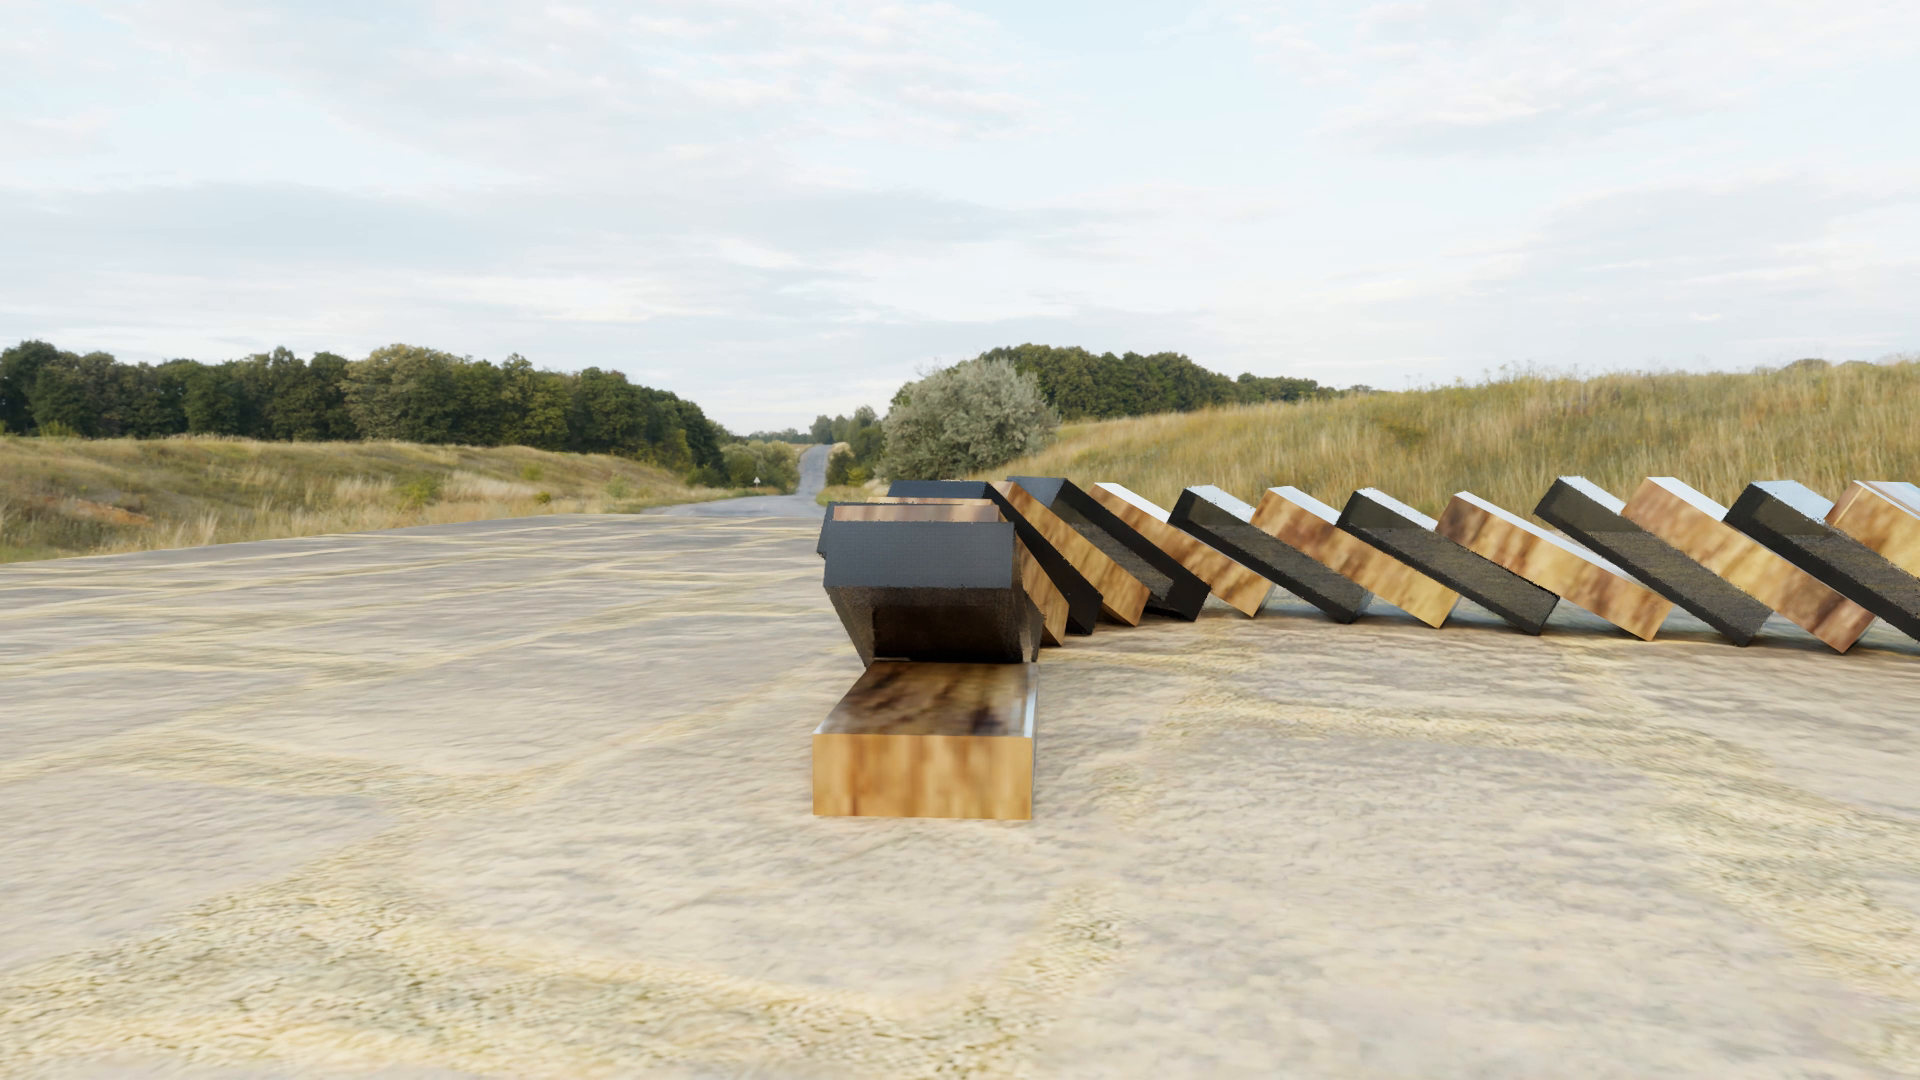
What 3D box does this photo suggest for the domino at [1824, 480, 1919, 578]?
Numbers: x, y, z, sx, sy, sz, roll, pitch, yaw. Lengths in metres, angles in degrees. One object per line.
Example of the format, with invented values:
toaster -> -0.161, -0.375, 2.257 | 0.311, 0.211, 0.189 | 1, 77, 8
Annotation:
domino -> 0.202, 0.006, 0.253 | 0.025, 0.009, 0.050 | -1, 35, -32

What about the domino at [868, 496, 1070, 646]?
domino -> 0.002, 0.007, 0.255 | 0.025, 0.009, 0.050 | 2, -24, 24

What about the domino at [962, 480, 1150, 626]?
domino -> 0.018, 0.003, 0.294 | 0.050, 0.009, 0.025 | 36, -19, -35

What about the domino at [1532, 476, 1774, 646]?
domino -> 0.156, 0.003, 0.288 | 0.050, 0.009, 0.025 | 40, 25, 27

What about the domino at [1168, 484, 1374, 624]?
domino -> 0.079, 0.003, 0.322 | 0.050, 0.009, 0.025 | 32, 17, 21

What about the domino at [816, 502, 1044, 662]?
domino -> -0.004, 0.009, 0.236 | 0.025, 0.009, 0.050 | 2, -24, 22

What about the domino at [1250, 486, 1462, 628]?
domino -> 0.098, 0.003, 0.313 | 0.050, 0.009, 0.025 | 32, 17, 22

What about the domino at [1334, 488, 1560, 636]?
domino -> 0.116, 0.004, 0.303 | 0.050, 0.010, 0.025 | 32, 17, 21

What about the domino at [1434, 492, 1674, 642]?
domino -> 0.136, 0.005, 0.295 | 0.050, 0.010, 0.025 | 31, 17, 22

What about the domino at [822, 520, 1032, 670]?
domino -> -0.003, 0.012, 0.193 | 0.025, 0.010, 0.050 | 0, -24, 6

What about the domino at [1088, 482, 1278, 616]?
domino -> 0.056, 0.002, 0.327 | 0.050, 0.009, 0.025 | 31, 12, 16

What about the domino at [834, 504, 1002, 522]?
domino -> -0.004, 0.010, 0.213 | 0.025, 0.009, 0.050 | 0, -26, 8

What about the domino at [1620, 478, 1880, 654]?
domino -> 0.172, 0.004, 0.278 | 0.025, 0.009, 0.050 | -3, 38, -49

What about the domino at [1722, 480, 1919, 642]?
domino -> 0.188, 0.005, 0.266 | 0.025, 0.009, 0.050 | -3, 37, -39

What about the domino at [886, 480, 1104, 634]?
domino -> 0.008, 0.004, 0.276 | 0.025, 0.009, 0.050 | 2, -28, 39

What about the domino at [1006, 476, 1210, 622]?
domino -> 0.034, 0.002, 0.307 | 0.050, 0.009, 0.025 | 34, -13, -27

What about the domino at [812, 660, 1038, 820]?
domino -> -0.002, 0.025, 0.171 | 0.025, 0.009, 0.050 | 0, 4, 4
